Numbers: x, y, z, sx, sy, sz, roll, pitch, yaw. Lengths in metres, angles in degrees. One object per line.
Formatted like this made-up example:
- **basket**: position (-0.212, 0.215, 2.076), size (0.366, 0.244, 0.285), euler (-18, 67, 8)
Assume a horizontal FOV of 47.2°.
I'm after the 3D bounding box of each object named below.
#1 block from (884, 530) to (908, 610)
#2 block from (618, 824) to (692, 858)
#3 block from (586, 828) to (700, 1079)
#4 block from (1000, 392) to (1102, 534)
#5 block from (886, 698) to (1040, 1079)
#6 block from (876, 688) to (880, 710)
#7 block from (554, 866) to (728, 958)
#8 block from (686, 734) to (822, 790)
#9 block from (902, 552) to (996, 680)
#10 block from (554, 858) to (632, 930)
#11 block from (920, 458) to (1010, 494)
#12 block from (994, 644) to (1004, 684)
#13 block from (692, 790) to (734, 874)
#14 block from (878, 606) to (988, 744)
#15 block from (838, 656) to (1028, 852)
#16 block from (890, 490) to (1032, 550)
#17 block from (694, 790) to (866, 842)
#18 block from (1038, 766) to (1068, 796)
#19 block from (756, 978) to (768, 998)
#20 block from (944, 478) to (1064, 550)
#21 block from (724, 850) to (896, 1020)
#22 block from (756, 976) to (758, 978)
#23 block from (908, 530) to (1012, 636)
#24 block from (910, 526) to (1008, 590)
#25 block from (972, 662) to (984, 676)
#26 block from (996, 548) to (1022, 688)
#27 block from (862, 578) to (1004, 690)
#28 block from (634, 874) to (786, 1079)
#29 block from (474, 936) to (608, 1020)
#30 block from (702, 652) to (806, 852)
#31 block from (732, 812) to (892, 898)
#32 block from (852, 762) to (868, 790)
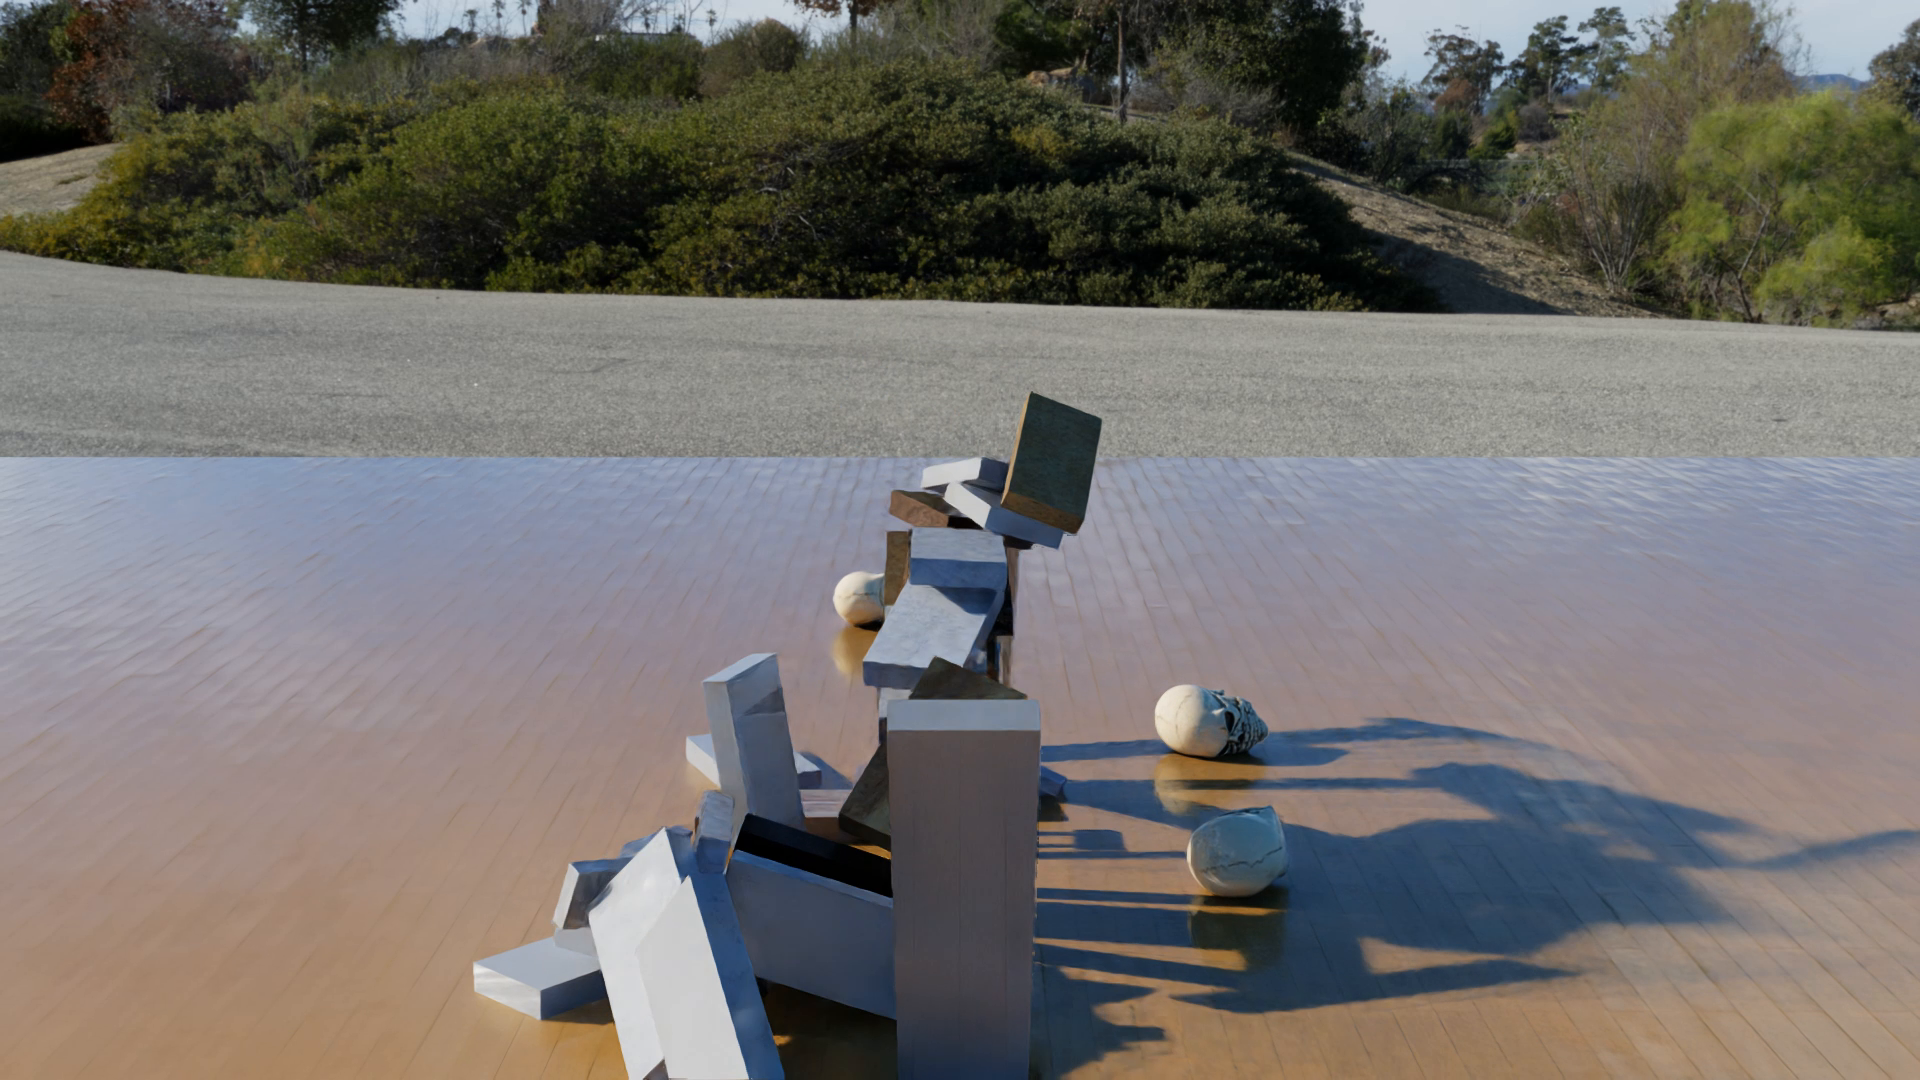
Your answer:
- **block**: position (-0.062, 0.179, 4.332), size (0.175, 0.389, 0.050), euler (1, -13, 4)
- **block**: position (-0.472, 0.495, 3.332), size (0.027, 0.095, 0.191), euler (22, 9, 16)
- **block**: position (-0.404, 0.569, 2.980), size (0.049, 0.171, 0.343), euler (34, 17, -37)
- **block**: position (0.169, -0.143, 4.008), size (0.145, 0.041, 0.291), euler (20, 42, -6)
- **block**: position (0.004, 0.454, 2.702), size (0.171, 0.699, 0.049), euler (0, 42, 0)
- **block**: position (-0.044, 0.268, 3.855), size (0.131, 0.037, 0.262), euler (0, 0, 15)
- **block**: position (-0.403, 0.572, 3.383), size (0.160, 0.045, 0.494), euler (9, 6, 27)
- **block**: position (-0.410, 0.442, 4.335), size (0.167, 0.047, 0.333), euler (-5, 12, -24)
- **block**: position (-0.019, 0.124, 3.986), size (0.177, 0.050, 0.354), euler (3, 35, 3)
- **block**: position (-0.488, 0.507, 3.180), size (0.191, 0.095, 0.027), euler (2, 25, -42)
- **block**: position (0.047, -0.113, 4.252), size (0.145, 0.041, 0.291), euler (14, -8, -22)
- **block**: position (-0.009, 0.280, 4.098), size (0.175, 0.050, 0.350), euler (5, -27, 5)
- **block**: position (-0.375, 0.481, 3.246), size (0.044, 0.156, 0.312), euler (14, 4, -6)
- **block**: position (-0.043, 0.223, 3.710), size (0.177, 0.050, 0.379), euler (0, 26, 0)
- **block**: position (-0.039, 0.334, 3.325), size (0.159, 0.045, 0.319), euler (23, 54, 14)
- **block**: position (-0.001, -0.042, 4.324), size (0.175, 0.050, 0.350), euler (5, 8, -20)
- **block**: position (-0.308, 0.502, 4.011), size (0.333, 0.047, 0.167), euler (0, 11, 0)
- **block**: position (0.113, 0.437, 4.211), size (0.182, 0.026, 0.091), euler (24, 6, 9)
- **block**: position (-0.359, 0.669, 3.170), size (0.095, 0.027, 0.191), euler (4, 11, 18)
- **block**: position (0.078, -0.050, 4.051), size (0.145, 0.041, 0.291), euler (16, 7, -17)
- **block**: position (-0.196, 0.566, 3.139), size (0.312, 0.156, 0.044), euler (17, 9, 1)
- **block**: position (-0.243, 0.633, 3.303), size (0.240, 0.016, 0.056), euler (0, 4, -40)
- **block**: position (-0.004, 0.072, 3.908), size (0.177, 0.050, 0.354), euler (0, 23, -1)
- **block**: position (-0.005, 0.029, 3.787), size (0.159, 0.045, 0.319), euler (3, 10, -1)
- **block**: position (0.000, 0.206, 3.623), size (0.016, 0.056, 0.112), euler (-41, 42, -20)
- **block**: position (0.030, 0.172, 4.613), size (0.166, 0.593, 0.047), euler (1, -31, 7)
- **block**: position (-0.039, 0.149, 3.623), size (0.159, 0.045, 0.319), euler (5, 28, 12)
- **block**: position (-0.299, 0.597, 2.660), size (0.049, 0.171, 0.343), euler (6, 46, -34)
- **block**: position (-0.551, 0.633, 3.310), size (0.160, 0.045, 0.320), euler (9, 14, 41)
- **block**: position (-0.332, 0.361, 3.582), size (0.045, 0.320, 0.160), euler (-4, 12, 26)
- **block**: position (-0.196, 0.530, 3.299), size (0.312, 0.156, 0.044), euler (19, 30, -3)
- **block**: position (-0.150, 0.457, 4.056), size (0.091, 0.026, 0.240), euler (0, 11, 0)
